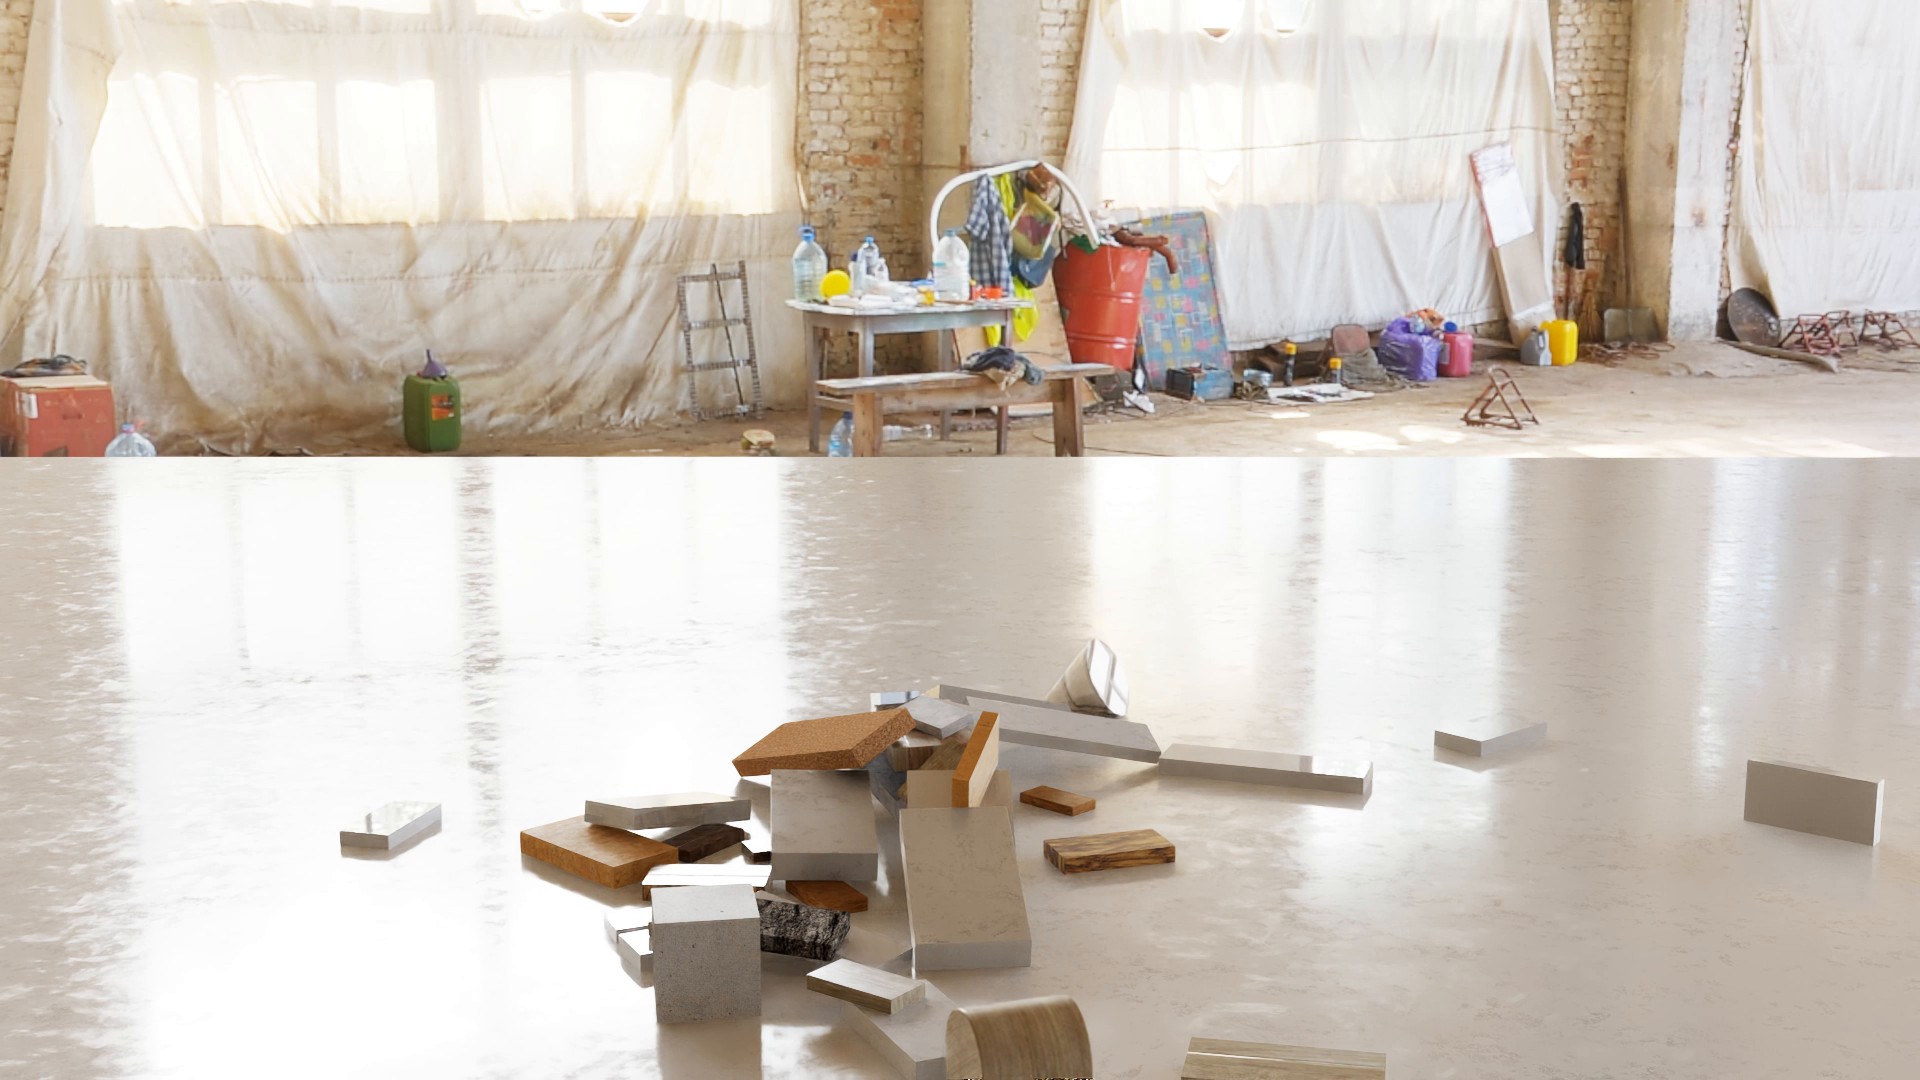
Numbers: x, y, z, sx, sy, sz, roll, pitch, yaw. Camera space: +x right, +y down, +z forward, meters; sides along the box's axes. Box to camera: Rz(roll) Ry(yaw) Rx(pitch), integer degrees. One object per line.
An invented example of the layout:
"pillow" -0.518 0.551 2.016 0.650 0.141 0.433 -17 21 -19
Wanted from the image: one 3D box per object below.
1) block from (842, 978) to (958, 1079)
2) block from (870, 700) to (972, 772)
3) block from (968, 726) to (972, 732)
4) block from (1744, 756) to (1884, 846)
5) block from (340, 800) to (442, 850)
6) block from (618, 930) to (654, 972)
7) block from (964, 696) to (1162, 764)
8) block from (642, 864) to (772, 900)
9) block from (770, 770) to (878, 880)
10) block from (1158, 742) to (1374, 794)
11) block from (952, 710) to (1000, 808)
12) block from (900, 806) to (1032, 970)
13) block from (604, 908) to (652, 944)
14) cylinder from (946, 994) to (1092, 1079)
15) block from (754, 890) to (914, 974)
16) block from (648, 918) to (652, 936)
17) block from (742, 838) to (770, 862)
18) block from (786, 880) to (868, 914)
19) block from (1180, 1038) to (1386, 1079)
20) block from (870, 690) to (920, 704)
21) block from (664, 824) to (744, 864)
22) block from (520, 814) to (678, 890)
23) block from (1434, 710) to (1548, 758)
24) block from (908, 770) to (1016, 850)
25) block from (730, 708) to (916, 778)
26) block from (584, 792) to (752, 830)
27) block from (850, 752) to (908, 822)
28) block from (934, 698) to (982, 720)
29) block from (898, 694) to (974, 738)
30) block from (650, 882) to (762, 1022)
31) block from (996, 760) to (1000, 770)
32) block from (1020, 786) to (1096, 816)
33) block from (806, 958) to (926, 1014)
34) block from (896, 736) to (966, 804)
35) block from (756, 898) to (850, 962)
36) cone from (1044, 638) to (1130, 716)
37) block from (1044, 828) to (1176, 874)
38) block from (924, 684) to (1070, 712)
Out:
"block" -0.055 0.684 3.062 0.130 0.037 0.261 -5 12 -25
"block" -0.069 0.363 4.113 0.154 0.044 0.309 -3 11 -9
"block" -0.003 0.421 4.285 0.145 0.041 0.290 1 24 3
"block" 1.546 0.472 3.987 0.233 0.117 0.033 9 14 39
"block" -1.032 0.516 3.994 0.097 0.028 0.194 3 11 15
"block" -0.420 0.624 3.411 0.194 0.028 0.097 -6 12 -27
"block" 0.204 0.380 4.388 0.400 0.029 0.103 10 26 -20
"block" -0.421 0.574 3.678 0.203 0.029 0.102 0 11 3
"block" -0.240 0.492 3.826 0.177 0.050 0.354 1 17 -6
"block" 0.602 0.449 4.336 0.405 0.033 0.117 4 11 19
"block" 0.027 0.390 3.721 0.029 0.103 0.206 8 30 12
"block" 0.004 0.546 3.485 0.177 0.050 0.354 -1 28 -5
"block" -0.483 0.609 3.508 0.154 0.022 0.077 -5 11 -24
"cylinder" 0.074 0.670 2.836 0.148 0.148 0.148 -4 11 -19
"block" -0.223 0.610 3.385 0.295 0.029 0.102 15 17 31
"block" -0.435 0.589 3.466 0.078 0.022 0.156 -1 8 6
"block" -0.311 0.542 3.876 0.131 0.019 0.066 -4 11 -23
"block" -0.221 0.585 3.636 0.077 0.022 0.154 -6 12 -29
"block" 0.429 0.712 2.910 0.261 0.037 0.131 2 11 12
"block" -0.125 0.303 4.225 0.075 0.021 0.149 -3 -4 -10
"block" -0.460 0.536 3.901 0.077 0.022 0.154 6 12 31
"block" -0.630 0.540 3.829 0.275 0.039 0.137 10 15 44
"block" 1.107 0.403 4.585 0.233 0.033 0.117 -9 14 -41
"block" 0.002 0.508 3.668 0.177 0.050 0.354 0 30 -2
"block" -0.264 0.384 4.143 0.137 0.039 0.507 -35 11 -30
"block" -0.524 0.487 3.962 0.137 0.039 0.275 2 0 42
"block" -0.116 0.423 4.178 0.154 0.044 0.309 -13 27 -23
"block" -0.028 0.324 4.150 0.131 0.019 0.066 9 15 44
"block" -0.051 0.327 4.073 0.075 0.021 0.149 -24 24 -33
"block" -0.371 0.600 3.208 0.149 0.149 0.149 -2 11 -10
"block" -0.001 0.473 3.964 0.154 0.044 0.309 -2 25 -2
"block" 0.184 0.492 4.147 0.131 0.019 0.066 10 14 42
"block" -0.135 0.638 3.147 0.156 0.022 0.078 8 13 37
"block" -0.036 0.423 3.909 0.075 0.021 0.149 36 57 16
"block" -0.279 0.588 3.340 0.203 0.029 0.102 6 20 12
"cone" 0.251 0.332 4.840 0.178 0.178 0.178 -25 -1 26
"block" 0.260 0.543 3.841 0.206 0.029 0.103 -3 11 -18
"block" 0.063 0.352 4.490 0.290 0.041 0.145 11 -21 -21
